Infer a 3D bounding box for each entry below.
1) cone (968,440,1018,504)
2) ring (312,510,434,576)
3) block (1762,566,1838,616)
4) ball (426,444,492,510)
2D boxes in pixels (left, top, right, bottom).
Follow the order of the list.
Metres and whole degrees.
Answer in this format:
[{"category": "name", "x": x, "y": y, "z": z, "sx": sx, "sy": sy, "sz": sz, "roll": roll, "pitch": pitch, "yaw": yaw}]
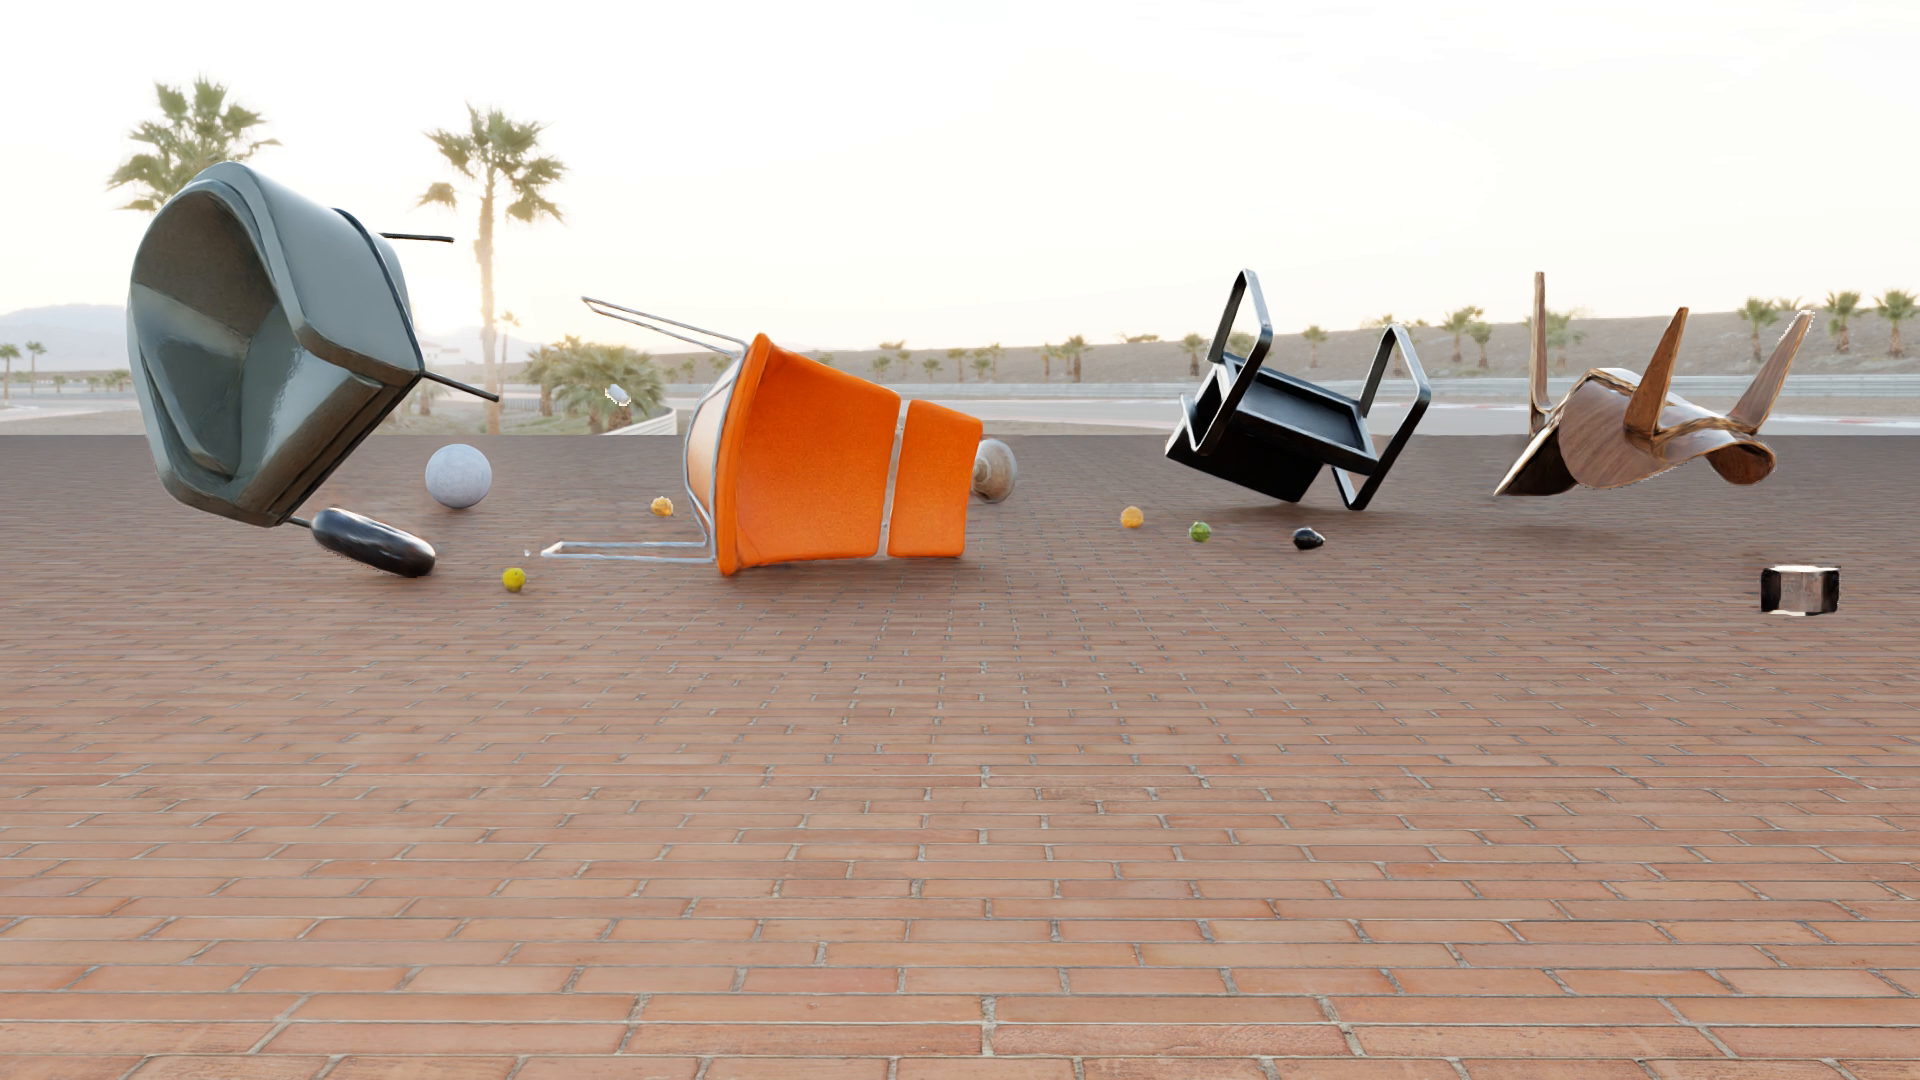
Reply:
[{"category": "cone", "x": 0.083, "y": -0.267, "z": 8.493, "sx": 0.208, "sy": 0.254, "sz": 0.229, "roll": -1, "pitch": 0, "yaw": 22}, {"category": "ring", "x": -1.392, "y": 0.008, "z": 5.224, "sx": 0.306, "sy": 0.091, "sz": 0.268, "roll": 23, "pitch": -2, "yaw": -34}, {"category": "block", "x": 1.686, "y": 0.102, "z": 4.416, "sx": 0.114, "sy": 0.089, "sz": 0.097, "roll": -3, "pitch": 5, "yaw": -36}, {"category": "ball", "x": -1.876, "y": -0.238, "z": 8.231, "sx": 0.245, "sy": 0.245, "sz": 0.245, "roll": 0, "pitch": 4, "yaw": 0}]
